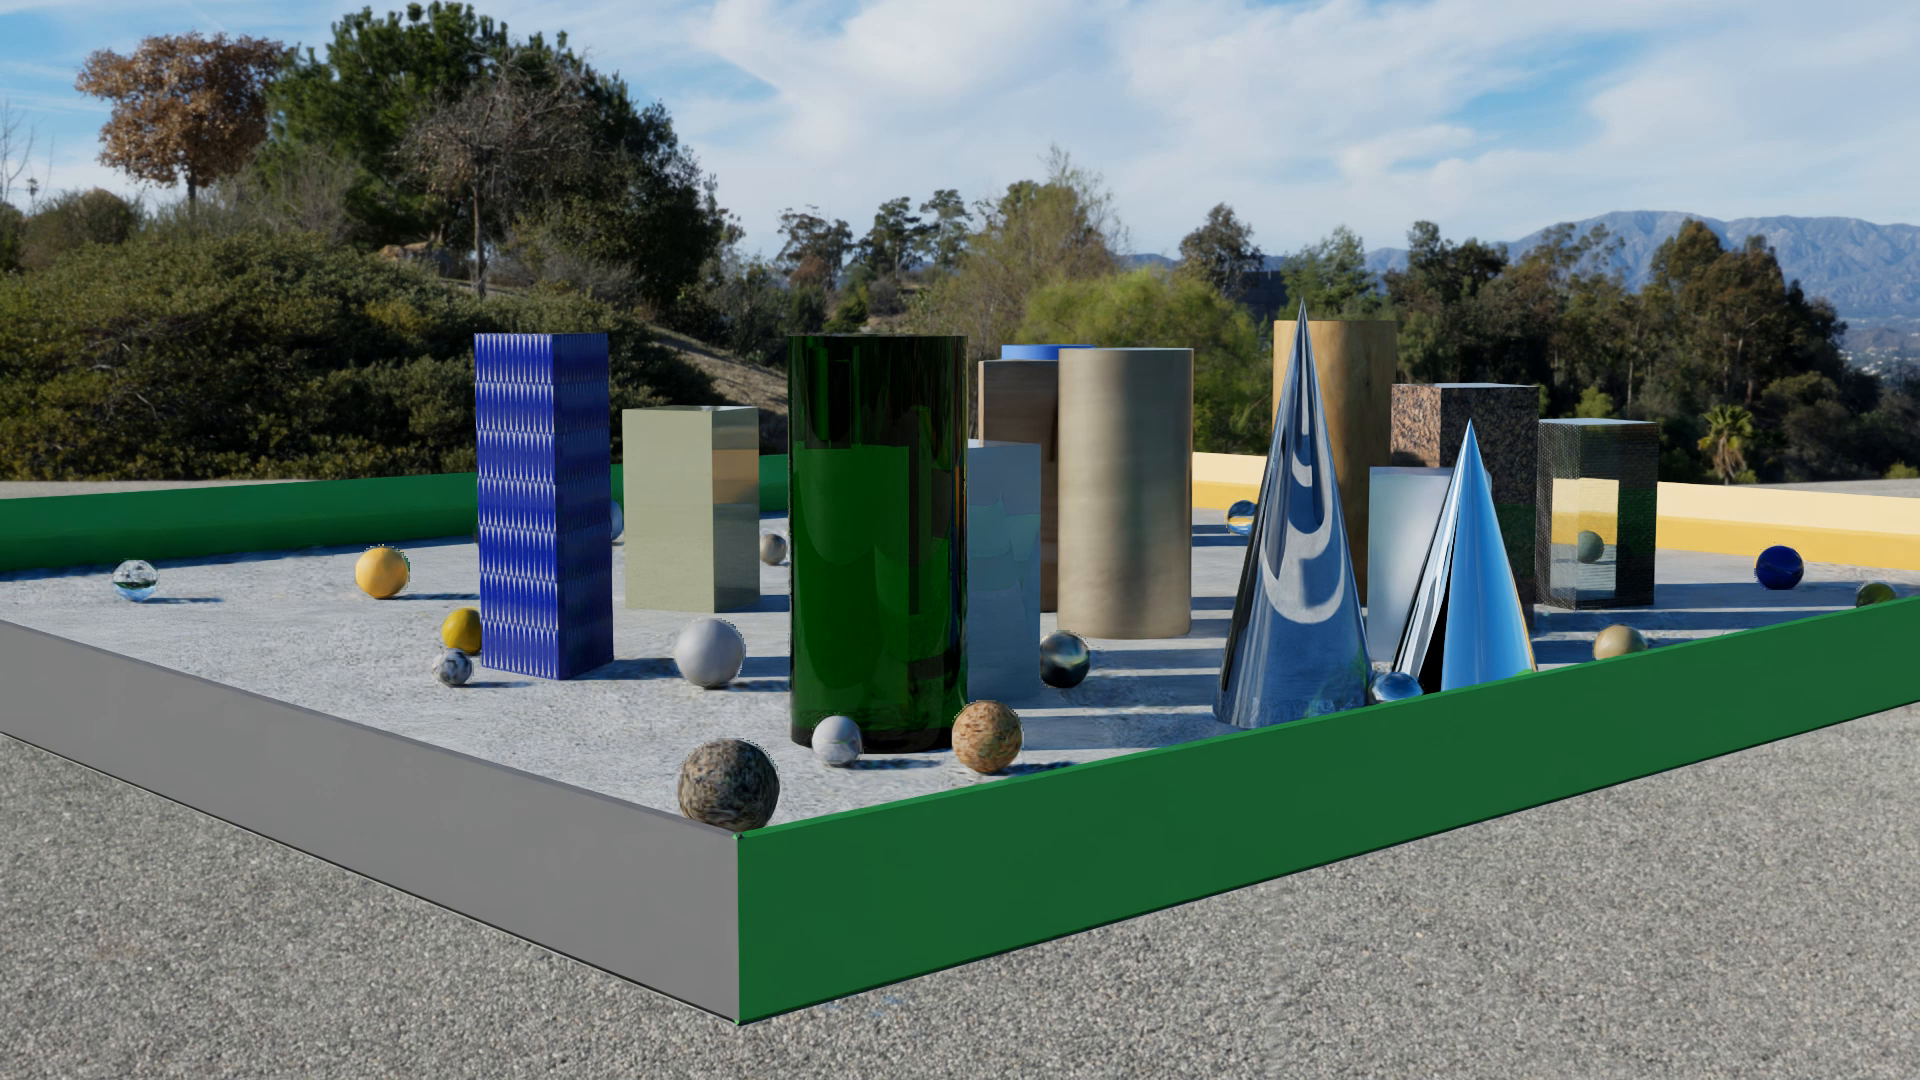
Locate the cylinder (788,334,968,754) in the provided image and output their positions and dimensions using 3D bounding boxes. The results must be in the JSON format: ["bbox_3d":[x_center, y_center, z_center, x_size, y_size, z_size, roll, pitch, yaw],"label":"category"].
[{"bbox_3d":[-0.084,-0.002,2.262,0.185,0.415,0.185,0,6,0],"label":"cylinder"}]

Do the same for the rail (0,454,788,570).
[{"bbox_3d":[-0.911,-0.073,4.314,2.895,0.120,0.045,-6,8,-42],"label":"rail"}]

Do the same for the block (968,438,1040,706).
[{"bbox_3d":[-0.012,0.034,2.515,0.148,0.289,0.148,-5,8,-41],"label":"block"}]

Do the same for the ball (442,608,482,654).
[{"bbox_3d":[-0.632,0.117,2.814,0.060,0.060,0.060,0,6,0],"label":"ball"}]

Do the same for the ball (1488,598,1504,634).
[{"bbox_3d":[0.713,0.102,2.981,0.049,0.049,0.049,0,6,0],"label":"ball"}]

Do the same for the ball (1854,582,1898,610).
[{"bbox_3d":[1.292,0.088,3.099,0.058,0.058,0.058,0,6,0],"label":"ball"}]

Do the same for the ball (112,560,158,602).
[{"bbox_3d":[-1.249,0.061,3.327,0.064,0.064,0.064,0,6,0],"label":"ball"}]

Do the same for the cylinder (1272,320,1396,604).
[{"bbox_3d":[0.569,-0.123,3.357,0.185,0.423,0.185,0,6,0],"label":"cylinder"}]

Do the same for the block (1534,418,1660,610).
[{"bbox_3d":[0.939,-0.042,3.309,0.148,0.273,0.148,-3,7,-25],"label":"block"}]

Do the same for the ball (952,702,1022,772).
[{"bbox_3d":[0.025,0.189,2.106,0.067,0.067,0.067,0,6,0],"label":"ball"}]

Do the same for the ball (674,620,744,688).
[{"bbox_3d":[-0.294,0.133,2.574,0.080,0.080,0.080,0,6,0],"label":"ball"}]

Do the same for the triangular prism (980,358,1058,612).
[{"bbox_3d":[0.090,-0.084,3.261,0.160,0.366,0.138,-2,6,-14],"label":"triangular prism"}]

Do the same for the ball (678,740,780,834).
[{"bbox_3d":[-0.193,0.209,1.837,0.085,0.085,0.085,0,6,0],"label":"ball"}]

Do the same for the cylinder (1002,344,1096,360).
[{"bbox_3d":[0.174,-0.200,4.347,0.185,0.368,0.185,0,6,0],"label":"cylinder"}]

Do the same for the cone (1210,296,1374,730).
[{"bbox_3d":[0.366,-0.035,2.372,0.185,0.456,0.185,0,6,0],"label":"cone"}]

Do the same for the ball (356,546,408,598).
[{"bbox_3d":[-0.883,0.050,3.360,0.079,0.079,0.079,0,6,0],"label":"ball"}]

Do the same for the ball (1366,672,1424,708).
[{"bbox_3d":[0.459,0.169,2.321,0.061,0.061,0.061,0,6,0],"label":"ball"}]

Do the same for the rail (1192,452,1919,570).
[{"bbox_3d":[1.047,-0.071,4.293,0.045,0.120,2.734,-6,8,-42],"label":"rail"}]

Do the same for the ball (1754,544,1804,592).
[{"bbox_3d":[1.285,0.044,3.447,0.073,0.073,0.073,0,6,0],"label":"ball"}]

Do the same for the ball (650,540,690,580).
[{"bbox_3d":[-0.476,0.031,3.599,0.065,0.065,0.065,0,6,0],"label":"ball"}]

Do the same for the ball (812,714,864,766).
[{"bbox_3d":[-0.119,0.195,2.136,0.050,0.050,0.050,0,6,0],"label":"ball"}]

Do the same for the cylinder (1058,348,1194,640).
[{"bbox_3d":[0.226,-0.068,3.016,0.185,0.386,0.185,0,6,0],"label":"cylinder"}]

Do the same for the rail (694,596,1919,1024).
[{"bbox_3d":[0.911,0.136,2.351,2.895,0.120,0.045,-6,8,-42],"label":"rail"}]

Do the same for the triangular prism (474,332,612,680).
[{"bbox_3d":[-0.486,-0.048,2.705,0.160,0.412,0.138,5,8,42],"label":"triangular prism"}]

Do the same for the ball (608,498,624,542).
[{"bbox_3d":[-0.674,-0.036,4.125,0.089,0.089,0.089,0,6,0],"label":"ball"}]

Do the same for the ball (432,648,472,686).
[{"bbox_3d":[-0.596,0.149,2.583,0.046,0.046,0.046,0,6,0],"label":"ball"}]

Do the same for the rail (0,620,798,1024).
[{"bbox_3d":[-1.047,0.133,2.372,0.045,0.120,2.734,-6,8,-42],"label":"rail"}]

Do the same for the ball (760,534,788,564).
[{"bbox_3d":[-0.326,0.016,3.801,0.054,0.054,0.054,0,6,0],"label":"ball"}]

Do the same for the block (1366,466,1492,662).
[{"bbox_3d":[0.597,0.030,2.811,0.148,0.235,0.148,1,6,10],"label":"block"}]

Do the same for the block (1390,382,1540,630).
[{"bbox_3d":[0.699,-0.048,3.064,0.148,0.335,0.148,-2,6,-15],"label":"block"}]

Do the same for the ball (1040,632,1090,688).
[{"bbox_3d":[0.120,0.141,2.570,0.065,0.065,0.065,0,6,0],"label":"ball"}]

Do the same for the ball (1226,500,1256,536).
[{"bbox_3d":[0.553,-0.043,4.273,0.070,0.070,0.070,0,6,0],"label":"ball"}]

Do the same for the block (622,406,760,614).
[{"bbox_3d":[-0.399,-0.050,3.278,0.148,0.294,0.148,2,7,22],"label":"block"}]

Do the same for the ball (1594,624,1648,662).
[{"bbox_3d":[0.797,0.133,2.653,0.063,0.063,0.063,0,6,0],"label":"ball"}]

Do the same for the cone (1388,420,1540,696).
[{"bbox_3d":[0.578,0.020,2.507,0.185,0.319,0.185,0,6,0],"label":"cone"}]
